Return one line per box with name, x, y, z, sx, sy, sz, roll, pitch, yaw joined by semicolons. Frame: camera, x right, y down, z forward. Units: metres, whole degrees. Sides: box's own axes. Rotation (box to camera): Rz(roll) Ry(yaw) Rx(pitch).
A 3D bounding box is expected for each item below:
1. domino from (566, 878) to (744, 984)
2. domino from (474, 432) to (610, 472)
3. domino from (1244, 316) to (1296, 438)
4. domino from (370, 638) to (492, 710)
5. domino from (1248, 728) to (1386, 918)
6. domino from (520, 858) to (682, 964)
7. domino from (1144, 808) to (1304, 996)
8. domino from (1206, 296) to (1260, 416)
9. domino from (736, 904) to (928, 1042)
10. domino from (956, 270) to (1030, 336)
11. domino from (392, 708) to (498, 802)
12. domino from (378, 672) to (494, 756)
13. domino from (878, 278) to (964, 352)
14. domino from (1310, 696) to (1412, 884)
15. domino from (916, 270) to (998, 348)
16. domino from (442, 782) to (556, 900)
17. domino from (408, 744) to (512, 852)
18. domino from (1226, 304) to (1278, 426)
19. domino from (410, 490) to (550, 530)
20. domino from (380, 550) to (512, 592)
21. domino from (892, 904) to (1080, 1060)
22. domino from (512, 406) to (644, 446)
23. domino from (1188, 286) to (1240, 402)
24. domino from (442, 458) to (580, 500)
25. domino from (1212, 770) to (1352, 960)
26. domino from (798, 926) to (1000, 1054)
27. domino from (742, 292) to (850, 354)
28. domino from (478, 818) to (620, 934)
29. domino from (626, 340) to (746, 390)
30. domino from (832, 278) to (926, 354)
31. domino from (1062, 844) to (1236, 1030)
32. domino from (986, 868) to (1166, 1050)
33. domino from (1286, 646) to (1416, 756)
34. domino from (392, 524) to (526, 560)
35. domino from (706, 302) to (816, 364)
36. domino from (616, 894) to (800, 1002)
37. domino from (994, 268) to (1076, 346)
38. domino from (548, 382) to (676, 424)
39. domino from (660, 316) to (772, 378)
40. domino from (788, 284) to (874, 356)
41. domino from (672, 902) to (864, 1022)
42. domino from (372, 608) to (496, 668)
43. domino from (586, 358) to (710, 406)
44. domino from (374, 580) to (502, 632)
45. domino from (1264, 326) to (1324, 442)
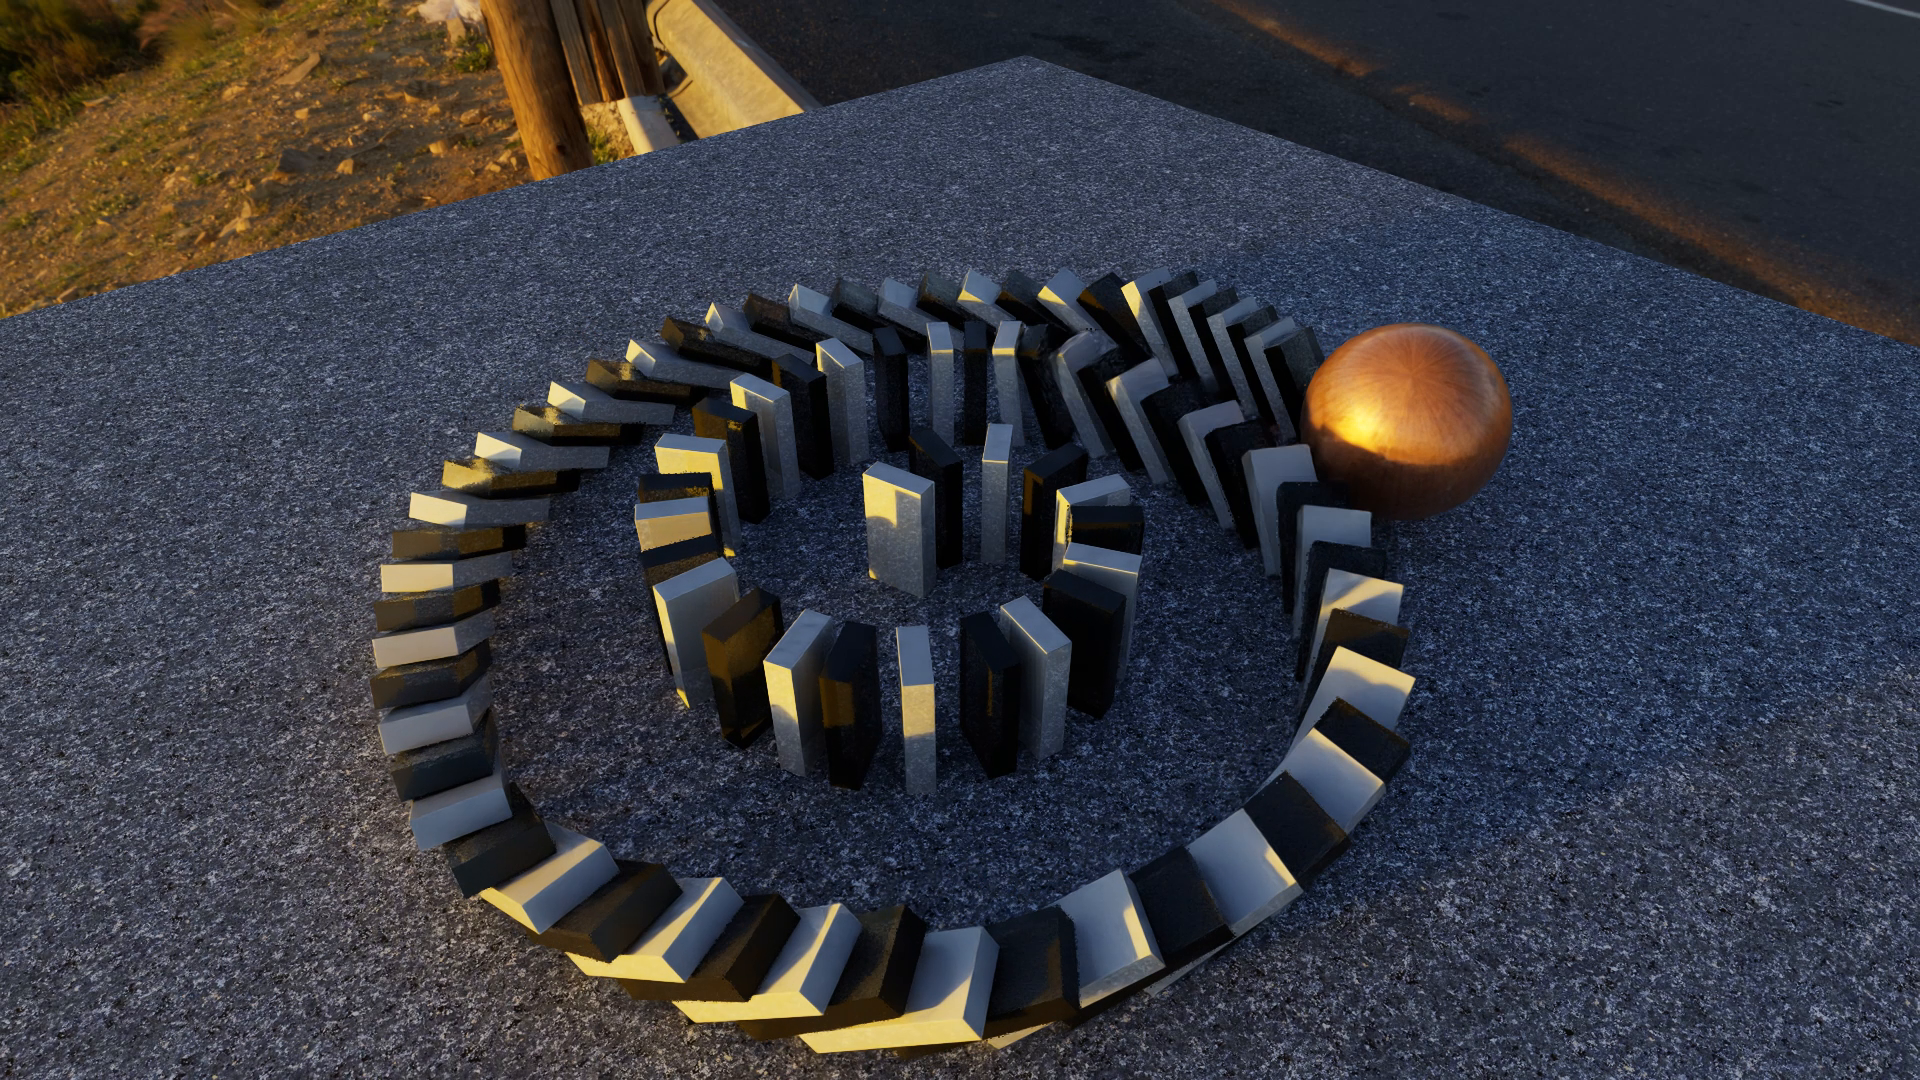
domino;-0.082;0.104;0.294;0.050;0.009;0.025;-17;24;42
domino;-0.178;-0.038;0.472;0.025;0.009;0.050;20;14;23
domino;0.151;-0.075;0.506;0.025;0.050;0.009;-31;11;-32
domino;-0.176;0.044;0.369;0.025;0.009;0.050;-9;7;-11
domino;0.098;0.083;0.323;0.050;0.010;0.025;-46;54;-5
domino;-0.099;0.100;0.300;0.050;0.010;0.025;-14;22;47
domino;0.066;0.099;0.303;0.050;0.010;0.025;-36;47;3
domino;0.137;-0.087;0.522;0.025;0.050;0.010;-31;11;-32
domino;-0.033;0.112;0.284;0.050;0.010;0.025;-24;29;31
domino;0.023;-0.119;0.569;0.050;0.010;0.025;28;37;-13
domino;-0.159;0.066;0.343;0.025;0.009;0.050;-16;10;-19
domino;-0.168;0.055;0.356;0.025;0.010;0.050;-13;8;-15
domino;-0.018;-0.116;0.569;0.050;0.010;0.025;21;36;-18
domino;0.110;0.075;0.333;0.025;0.010;0.050;36;81;36
domino;0.002;-0.118;0.569;0.050;0.010;0.025;25;35;-17
domino;-0.136;0.086;0.319;0.025;0.009;0.050;-25;15;-27
domino;-0.150;0.076;0.331;0.025;0.010;0.050;-19;12;-21
domino;0.145;-0.081;0.514;0.025;0.050;0.010;-31;11;-32
domino;-0.191;-0.013;0.439;0.025;0.009;0.050;12;8;14
domino;-0.189;0.011;0.408;0.025;0.009;0.050;-1;5;0
domino;0.006;0.115;0.285;0.050;0.010;0.025;-24;35;19
domino;-0.168;-0.050;0.487;0.025;0.010;0.050;23;16;25
domino;0.130;-0.093;0.529;0.025;0.050;0.010;-31;11;-32
domino;-0.185;-0.026;0.457;0.025;0.009;0.050;17;12;19
domino;0.083;0.092;0.312;0.050;0.010;0.025;-40;50;0
domino;-0.016;0.116;0.283;0.050;0.009;0.025;-18;32;27
domino;-0.082;-0.107;0.554;0.050;0.009;0.025;16;28;-31
domino;-0.118;0.093;0.310;0.025;0.009;0.050;-36;19;-36
domino;-0.131;-0.084;0.528;0.050;0.009;0.025;1;29;-46
domino;-0.041;-0.115;0.566;0.050;0.010;0.025;21;34;-21
domino;0.045;0.106;0.295;0.050;0.010;0.025;-32;42;7
domino;0.026;0.110;0.290;0.050;0.010;0.025;-31;40;11
domino;0.121;0.062;0.348;0.025;0.009;0.050;24;77;24
domino;-0.191;0.000;0.422;0.025;0.009;0.050;2;5;5
domino;-0.099;-0.101;0.548;0.050;0.009;0.025;13;29;-35
domino;-0.067;0.108;0.290;0.050;0.009;0.025;-19;24;39
domino;0.044;-0.118;0.569;0.050;0.010;0.025;32;41;-8
domino;-0.158;-0.062;0.501;0.025;0.009;0.050;28;18;30
domino;-0.118;-0.094;0.538;0.050;0.010;0.025;10;24;-40
domino;-0.062;-0.112;0.561;0.050;0.010;0.025;19;33;-25
domino;-0.050;0.110;0.286;0.050;0.010;0.025;-21;27;36
domino;-0.181;0.033;0.381;0.025;0.010;0.050;-9;5;-10
domino;-0.146;-0.073;0.515;0.025;0.010;0.050;33;22;34
domino;-0.185;0.023;0.394;0.025;0.010;0.050;-7;5;-5
domino;0.157;-0.068;0.498;0.025;0.050;0.009;-31;11;-32
